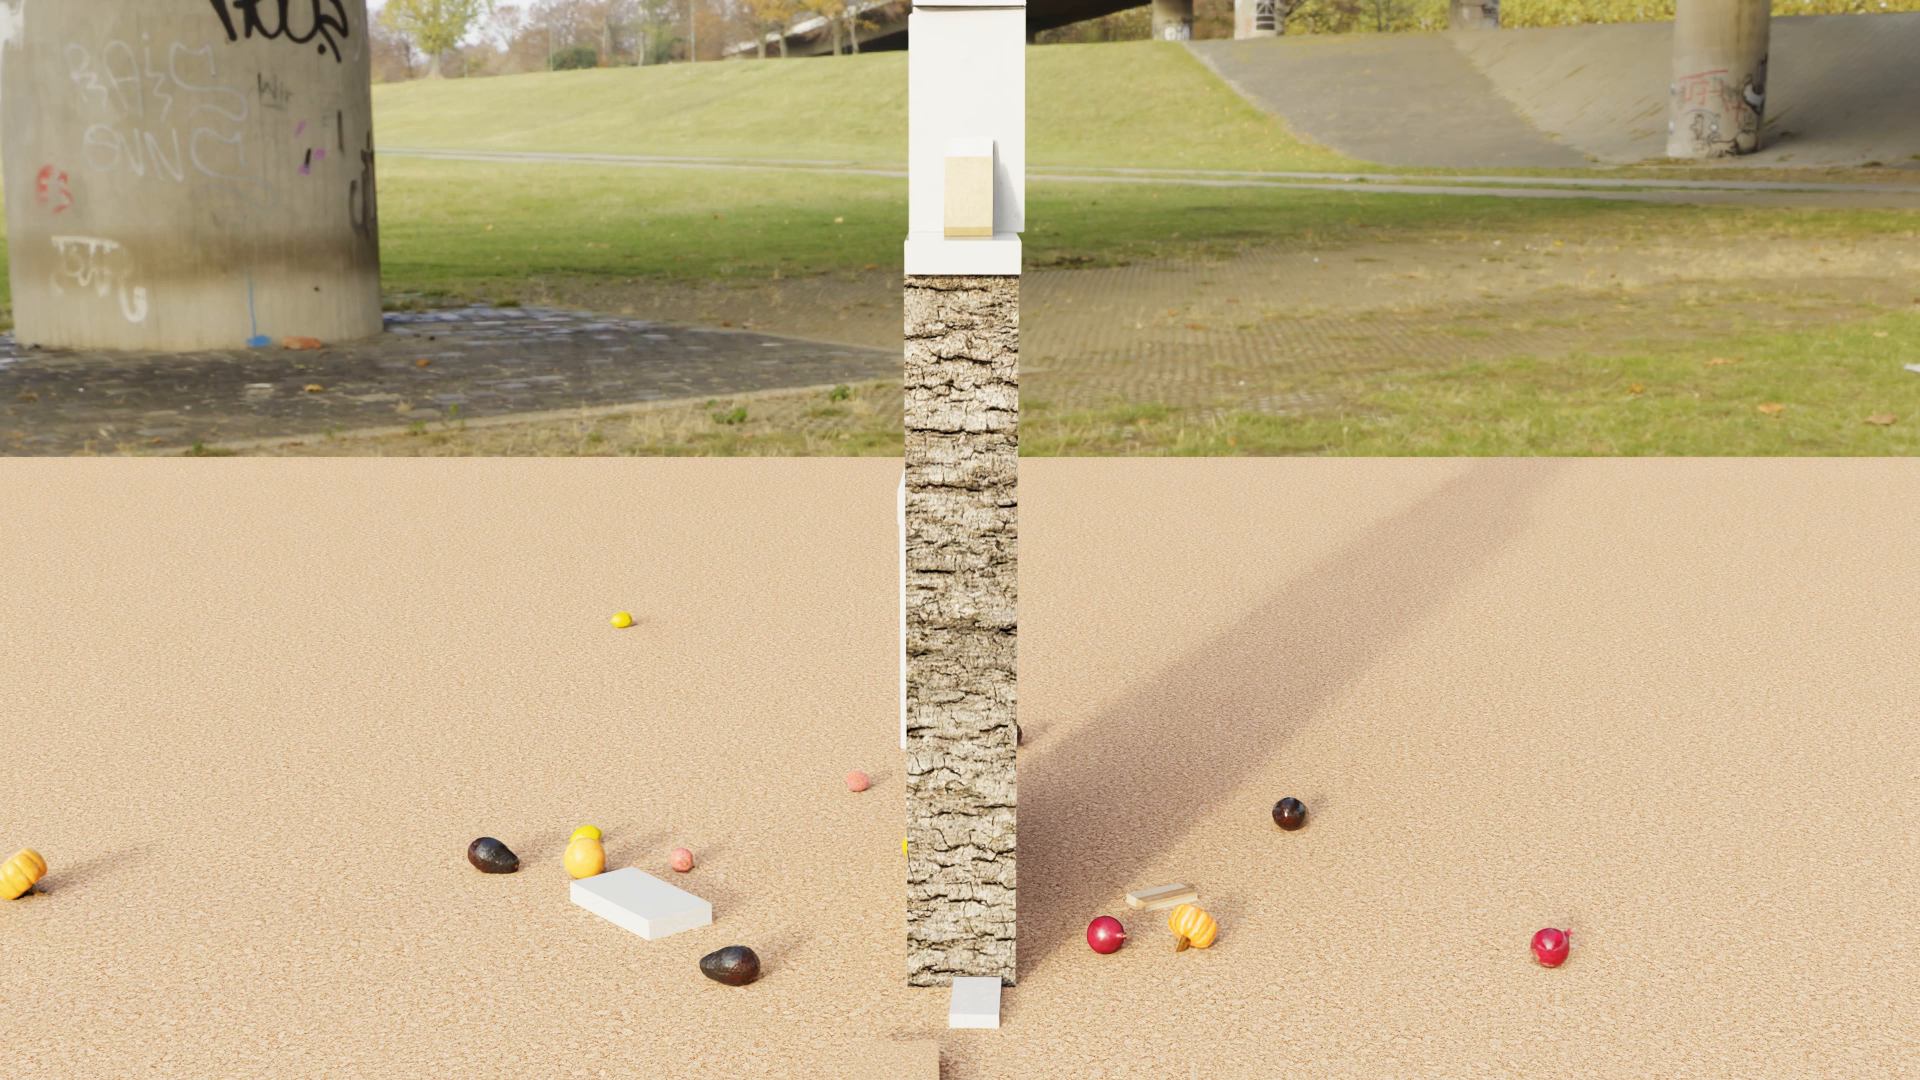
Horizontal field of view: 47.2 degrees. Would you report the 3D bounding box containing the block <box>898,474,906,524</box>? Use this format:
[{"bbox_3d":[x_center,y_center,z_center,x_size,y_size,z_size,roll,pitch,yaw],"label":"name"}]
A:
[{"bbox_3d":[0.000,-0.079,3.383,0.175,0.049,0.349,0,11,1],"label":"block"}]

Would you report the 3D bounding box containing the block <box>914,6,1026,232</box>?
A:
[{"bbox_3d":[0.015,-0.630,3.298,0.165,0.330,0.047,1,10,3],"label":"block"}]

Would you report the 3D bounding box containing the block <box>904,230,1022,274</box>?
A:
[{"bbox_3d":[0.003,-0.420,3.197,0.161,0.046,0.321,0,11,0],"label":"block"}]

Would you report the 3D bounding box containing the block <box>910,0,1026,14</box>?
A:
[{"bbox_3d":[0.009,-0.836,3.377,0.165,0.047,0.330,0,11,-2],"label":"block"}]

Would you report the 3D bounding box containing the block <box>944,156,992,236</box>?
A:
[{"bbox_3d":[0.013,-0.502,3.207,0.070,0.020,0.140,0,55,1],"label":"block"}]

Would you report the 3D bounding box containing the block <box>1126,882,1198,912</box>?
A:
[{"bbox_3d":[0.334,0.589,3.631,0.105,0.015,0.053,-6,12,-31],"label":"block"}]

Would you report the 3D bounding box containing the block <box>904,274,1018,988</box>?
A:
[{"bbox_3d":[0.002,0.141,3.193,0.161,1.056,0.046,0,11,0],"label":"block"}]

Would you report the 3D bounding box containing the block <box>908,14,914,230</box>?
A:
[{"bbox_3d":[0.001,-0.564,3.547,0.165,0.549,0.047,0,11,0],"label":"block"}]

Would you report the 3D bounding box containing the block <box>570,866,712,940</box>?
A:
[{"bbox_3d":[-0.520,0.590,3.578,0.119,0.034,0.238,-9,14,-40],"label":"block"}]

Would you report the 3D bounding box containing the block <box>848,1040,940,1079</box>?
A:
[{"bbox_3d":[-0.084,0.740,2.771,0.119,0.034,0.454,0,11,-1],"label":"block"}]

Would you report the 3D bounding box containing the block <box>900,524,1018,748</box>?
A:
[{"bbox_3d":[-0.001,0.138,3.304,0.175,0.349,0.049,0,10,2],"label":"block"}]

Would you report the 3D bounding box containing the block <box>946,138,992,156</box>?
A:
[{"bbox_3d":[0.013,-0.526,3.263,0.070,0.140,0.020,0,-5,1],"label":"block"}]

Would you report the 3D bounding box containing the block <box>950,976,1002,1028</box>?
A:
[{"bbox_3d":[0.023,0.669,3.187,0.070,0.020,0.140,0,11,2],"label":"block"}]
